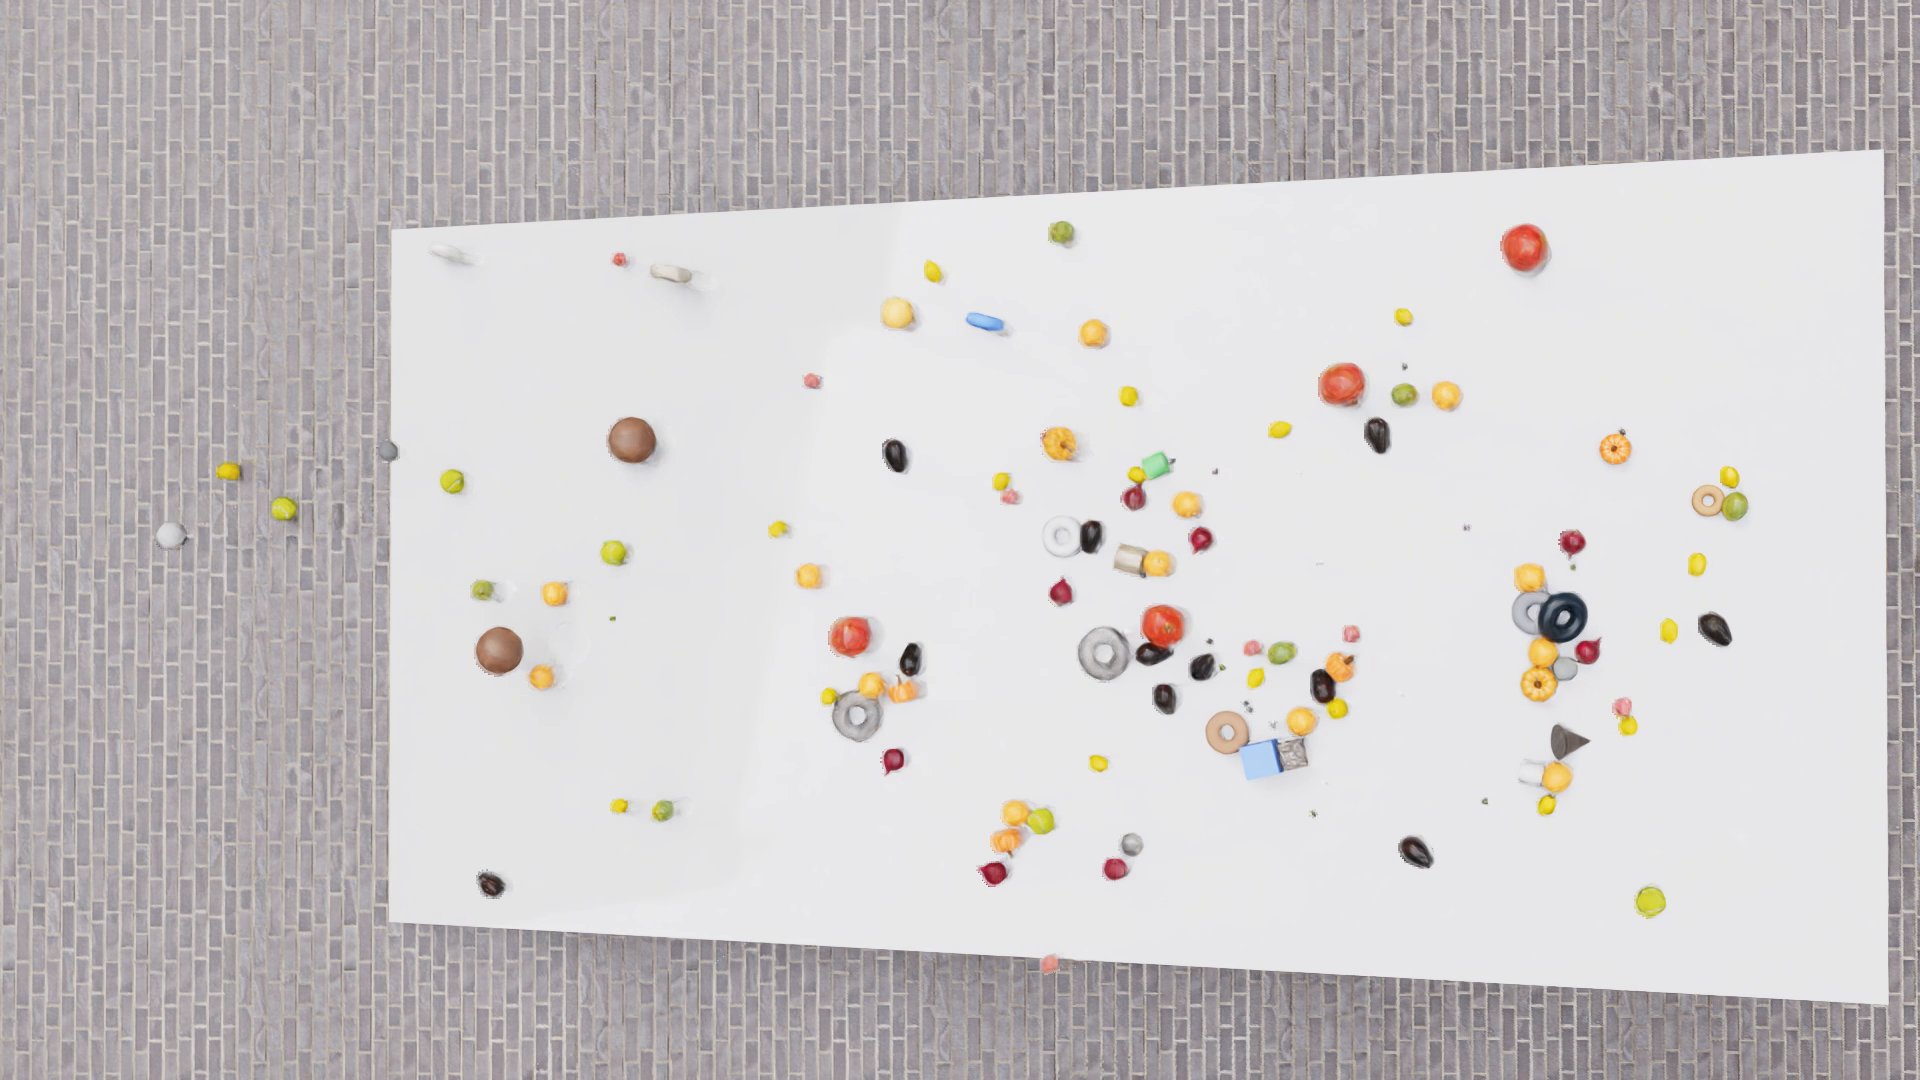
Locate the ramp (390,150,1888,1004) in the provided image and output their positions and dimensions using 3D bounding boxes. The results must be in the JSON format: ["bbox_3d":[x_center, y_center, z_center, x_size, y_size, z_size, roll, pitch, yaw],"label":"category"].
[{"bbox_3d":[0.275,0.093,5.797,4.000,0.100,2.000,0,89,18],"label":"ramp"}]

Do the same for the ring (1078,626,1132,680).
[{"bbox_3d":[0.373,0.293,5.686,0.143,0.048,0.143,-1,88,19],"label":"ring"}]

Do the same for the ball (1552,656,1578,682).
[{"bbox_3d":[1.466,0.313,5.331,0.061,0.061,0.061,0,89,0],"label":"ball"}]

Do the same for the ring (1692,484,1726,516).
[{"bbox_3d":[1.788,-0.094,5.253,0.077,0.026,0.077,0,90,18],"label":"ring"}]

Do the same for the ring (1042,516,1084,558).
[{"bbox_3d":[0.267,-0.009,5.730,0.111,0.037,0.111,0,90,18],"label":"ring"}]

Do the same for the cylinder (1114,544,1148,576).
[{"bbox_3d":[0.439,0.049,5.657,0.069,0.069,0.069,17,89,17],"label":"cylinder"}]

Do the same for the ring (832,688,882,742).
[{"bbox_3d":[-0.275,0.470,5.890,0.143,0.048,0.143,0,89,16],"label":"ring"}]

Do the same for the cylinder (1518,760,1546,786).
[{"bbox_3d":[1.392,0.567,5.354,0.055,0.055,0.055,12,89,17],"label":"cylinder"}]

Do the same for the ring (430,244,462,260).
[{"bbox_3d":[-1.459,-0.820,6.248,0.093,0.093,0.031,13,89,0],"label":"ring"}]

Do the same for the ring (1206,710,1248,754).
[{"bbox_3d":[0.679,0.490,5.592,0.111,0.037,0.111,0,90,17],"label":"ring"}]

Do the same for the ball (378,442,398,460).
[{"bbox_3d":[-1.646,-0.256,6.332,0.054,0.054,0.054,0,89,0],"label":"ball"}]

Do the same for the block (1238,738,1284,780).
[{"bbox_3d":[0.760,0.553,5.540,0.084,0.084,0.084,-14,85,17],"label":"block"}]

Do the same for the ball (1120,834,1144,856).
[{"bbox_3d":[0.442,0.783,5.650,0.060,0.060,0.060,0,89,0],"label":"ball"}]

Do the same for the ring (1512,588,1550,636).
[{"bbox_3d":[1.403,0.176,5.365,0.114,0.038,0.114,1,93,19],"label":"ring"}]

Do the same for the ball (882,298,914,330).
[{"bbox_3d":[-0.167,-0.603,5.850,0.086,0.086,0.086,0,89,0],"label":"ball"}]

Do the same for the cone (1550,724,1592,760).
[{"bbox_3d":[1.491,0.489,5.332,0.086,0.086,0.086,-2,89,-9],"label":"cone"}]

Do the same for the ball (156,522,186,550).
[{"bbox_3d":[-2.301,-0.013,6.413,0.080,0.080,0.080,0,89,0],"label":"ball"}]

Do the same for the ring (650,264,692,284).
[{"bbox_3d":[-0.788,-0.727,6.003,0.117,0.117,0.039,11,93,0],"label":"ring"}]

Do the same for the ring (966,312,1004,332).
[{"bbox_3d":[0.066,-0.571,5.763,0.102,0.102,0.034,13,98,0],"label":"ring"}]

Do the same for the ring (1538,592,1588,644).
[{"bbox_3d":[1.457,0.189,5.317,0.131,0.044,0.131,-5,109,-14],"label":"ring"}]
